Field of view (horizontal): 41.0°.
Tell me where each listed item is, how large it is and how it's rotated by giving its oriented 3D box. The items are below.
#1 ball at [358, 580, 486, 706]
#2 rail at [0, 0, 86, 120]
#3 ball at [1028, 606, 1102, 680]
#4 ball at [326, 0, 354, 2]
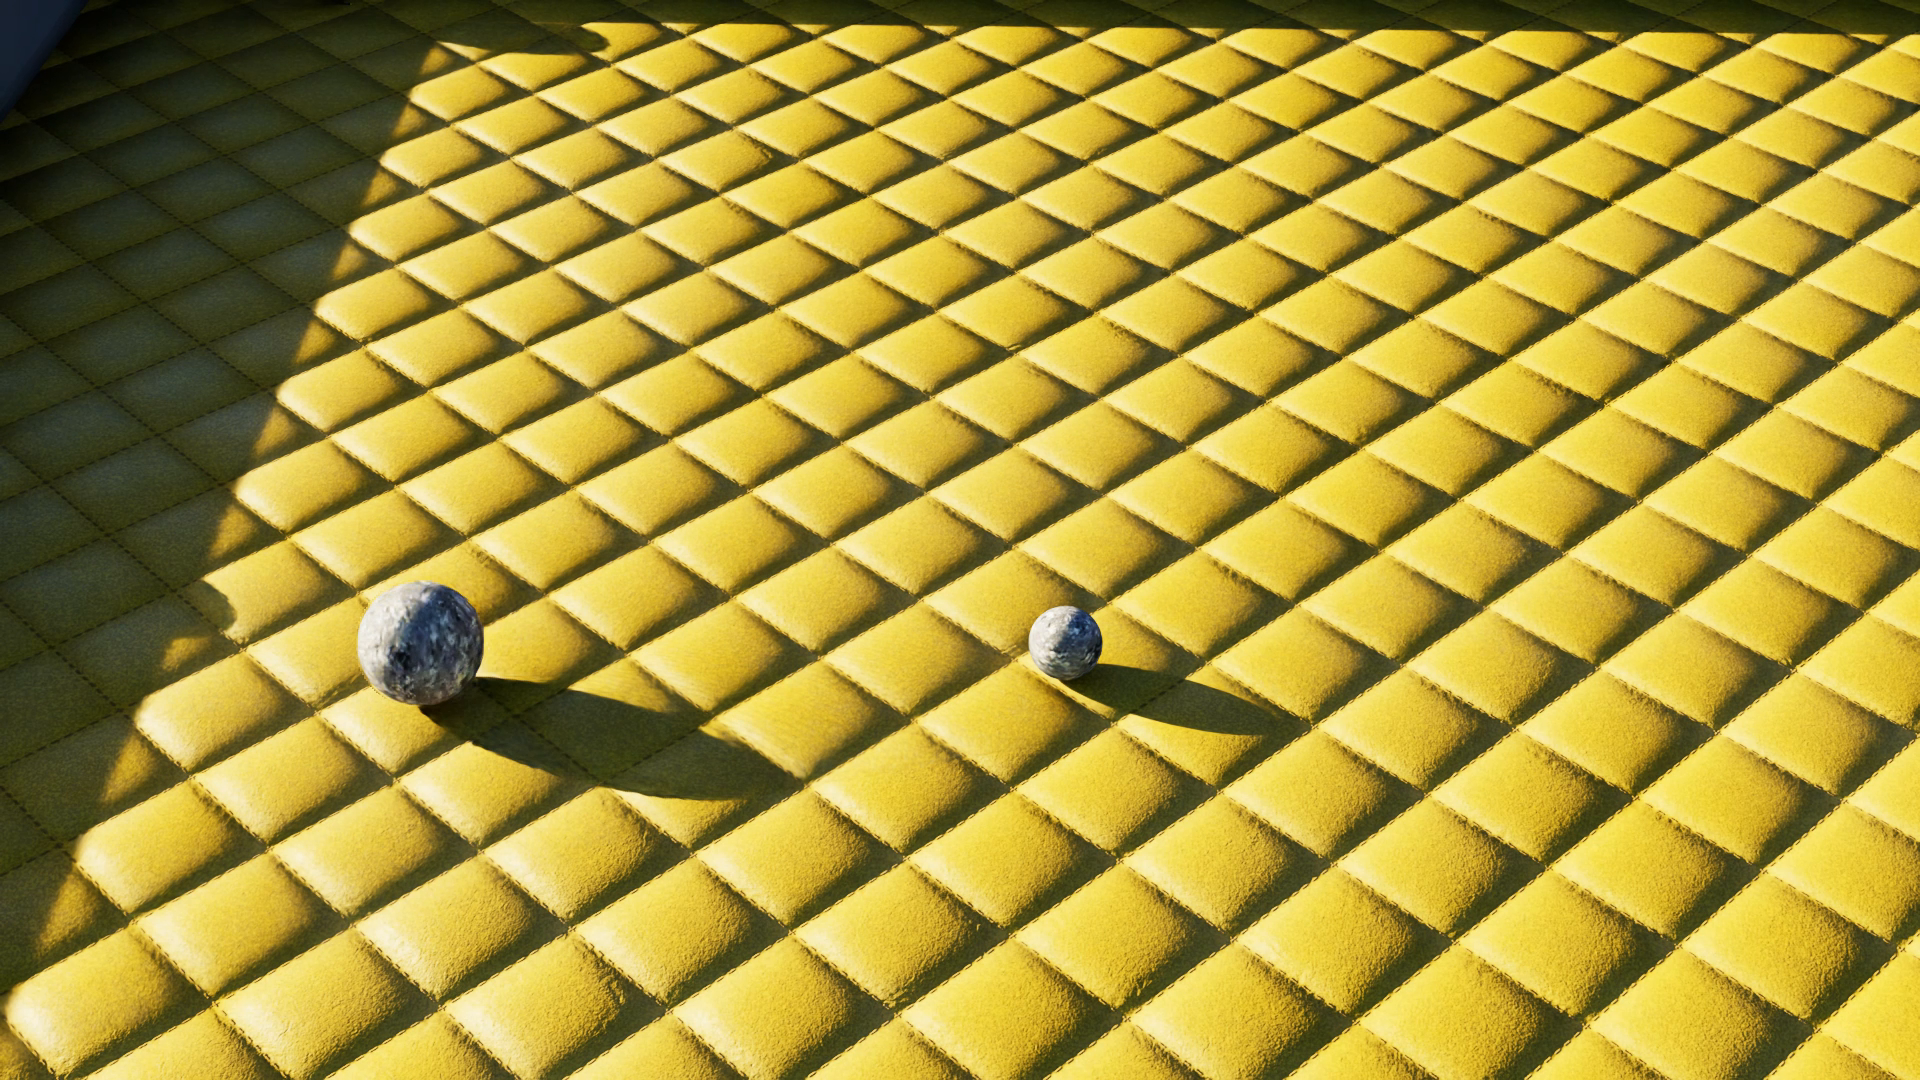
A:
[{"bbox_3d":[-0.337,0.065,1.606,0.078,0.078,0.078,0,36,0],"label":"ball"},{"bbox_3d":[-0.843,-0.035,1.702,0.045,0.125,2.046,1,36,1],"label":"rail"},{"bbox_3d":[0.067,0.065,1.631,0.047,0.047,0.047,0,36,0],"label":"ball"},{"bbox_3d":[-0.597,-0.564,2.462,0.095,0.095,0.095,0,36,0],"label":"ball"}]
